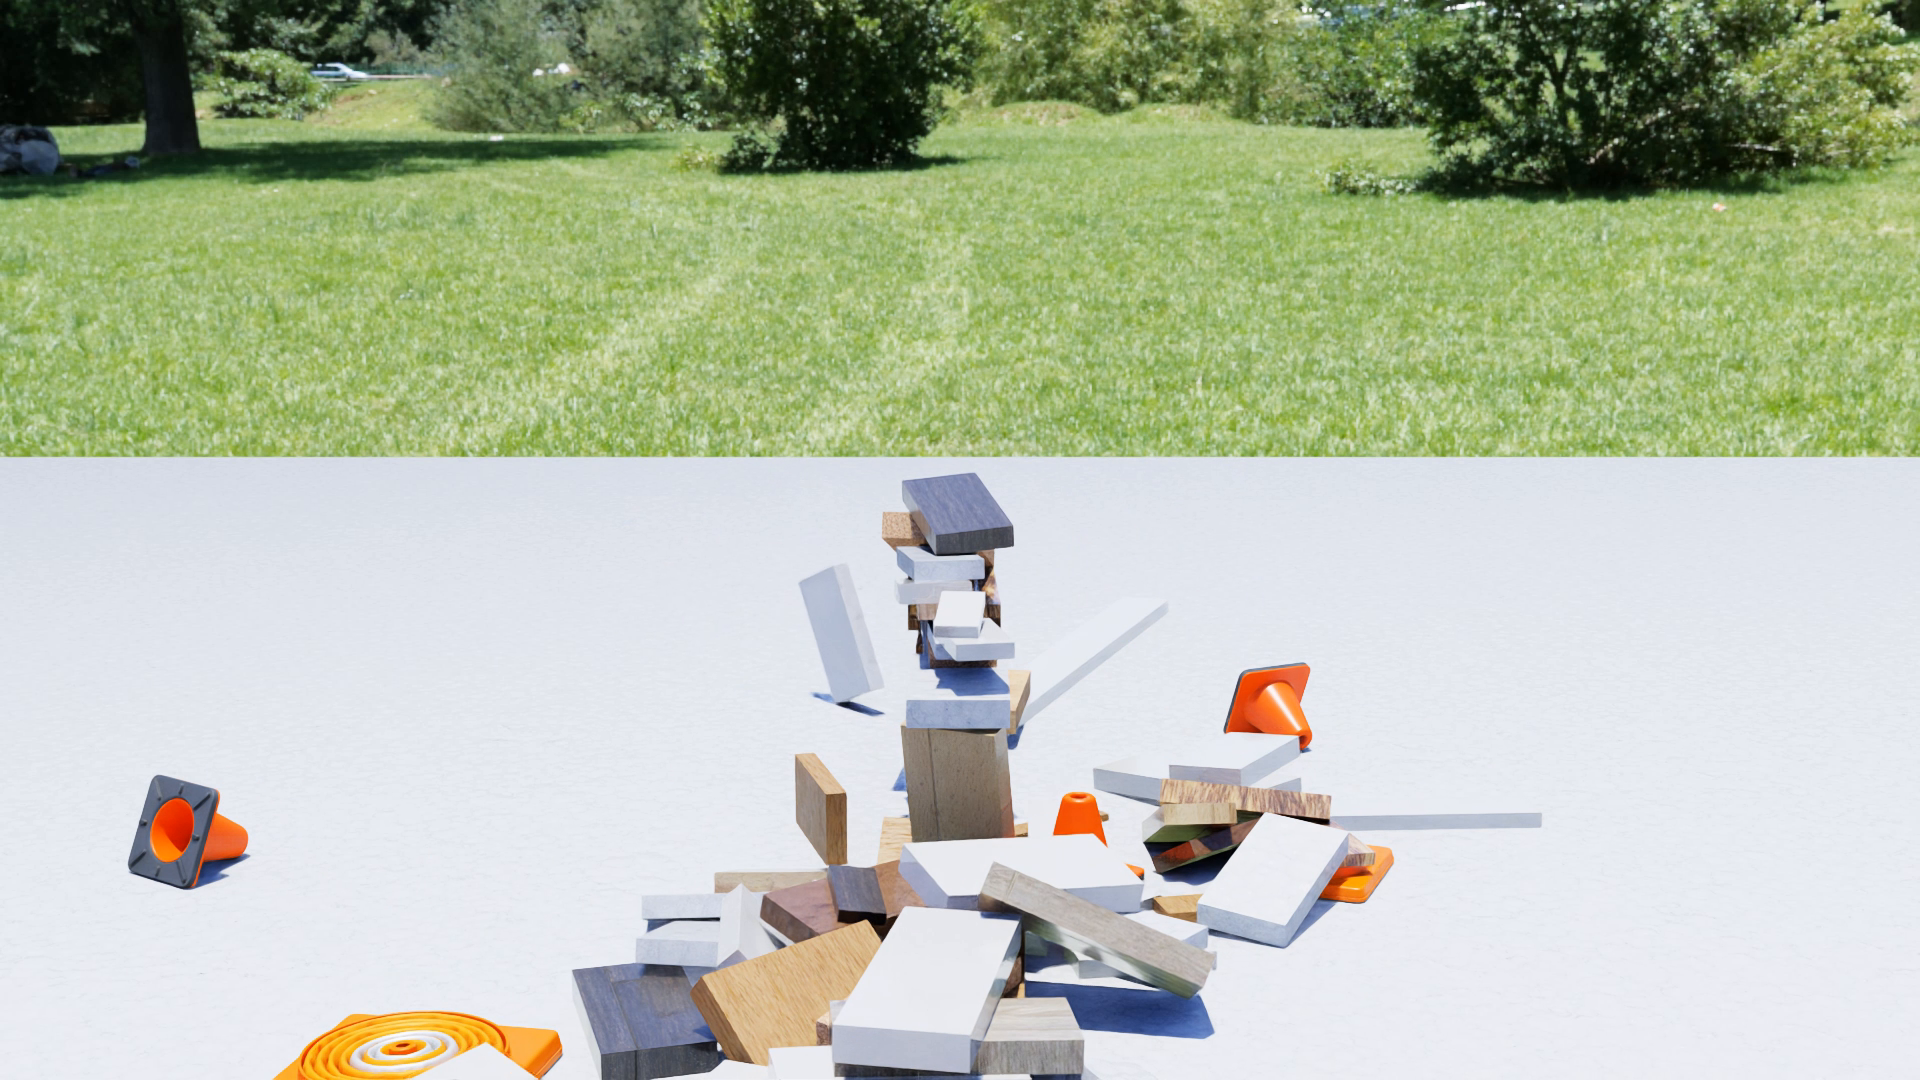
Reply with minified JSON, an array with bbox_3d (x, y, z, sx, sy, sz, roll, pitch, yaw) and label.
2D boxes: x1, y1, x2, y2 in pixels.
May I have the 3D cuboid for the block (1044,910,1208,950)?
[{"bbox_3d":[0.242,0.598,3.363,0.246,0.035,0.123,8,13,37],"label":"block"}]

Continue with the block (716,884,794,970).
[{"bbox_3d":[-0.292,0.608,3.211,0.039,0.137,0.274,-39,11,3],"label":"block"}]

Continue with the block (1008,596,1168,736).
[{"bbox_3d":[0.266,0.283,5.229,0.123,0.035,1.303,4,11,20],"label":"block"}]

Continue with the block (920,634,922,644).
[{"bbox_3d":[-0.041,0.175,4.032,0.048,0.014,0.095,2,11,11],"label":"block"}]

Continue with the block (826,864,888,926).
[{"bbox_3d":[-0.154,0.527,3.270,0.071,0.020,0.142,7,18,-12],"label":"block"}]

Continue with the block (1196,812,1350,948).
[{"bbox_3d":[0.510,0.547,3.566,0.148,0.042,0.295,11,28,27],"label":"block"}]

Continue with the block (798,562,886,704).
[{"bbox_3d":[-0.262,0.208,4.847,0.041,0.286,0.143,-12,-8,-39],"label":"block"}]

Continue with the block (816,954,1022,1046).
[{"bbox_3d":[-0.053,0.636,3.035,0.146,0.041,0.292,12,23,31],"label":"block"}]

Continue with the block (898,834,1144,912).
[{"bbox_3d":[0.094,0.520,3.387,0.338,0.048,0.169,1,20,-27],"label":"block"}]

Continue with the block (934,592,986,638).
[{"bbox_3d":[0.000,0.120,3.549,0.071,0.020,0.142,1,21,5],"label":"block"}]

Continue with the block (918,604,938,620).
[{"bbox_3d":[-0.024,0.121,3.713,0.094,0.027,0.189,-2,-2,-2],"label":"block"}]

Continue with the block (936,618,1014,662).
[{"bbox_3d":[0.021,0.159,3.539,0.095,0.027,0.189,-2,10,-11],"label":"block"}]

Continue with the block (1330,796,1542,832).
[{"bbox_3d":[0.813,0.504,4.051,0.493,0.029,0.103,-1,11,-3],"label":"block"}]

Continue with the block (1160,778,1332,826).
[{"bbox_3d":[0.506,0.474,3.898,0.295,0.042,0.148,5,-18,10],"label":"block"}]

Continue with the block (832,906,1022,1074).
[{"bbox_3d":[-0.034,0.583,2.895,0.169,0.048,0.497,2,8,8],"label":"block"}]

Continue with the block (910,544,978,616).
[{"bbox_3d":[-0.028,0.074,4.077,0.112,0.032,0.223,2,27,3],"label":"block"}]

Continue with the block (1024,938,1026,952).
[{"bbox_3d":[0.010,0.637,3.238,0.110,0.031,0.221,4,20,18],"label":"block"}]

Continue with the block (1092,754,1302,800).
[{"bbox_3d":[0.446,0.460,4.162,0.148,0.042,0.388,-10,10,-43],"label":"block"}]

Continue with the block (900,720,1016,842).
[{"bbox_3d":[0.002,0.444,3.553,0.163,0.327,0.046,5,23,24],"label":"block"}]

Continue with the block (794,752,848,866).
[{"bbox_3d":[-0.249,0.477,3.921,0.037,0.130,0.259,-3,11,-16],"label":"block"}]

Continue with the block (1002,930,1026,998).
[{"bbox_3d":[0.038,0.622,3.182,0.110,0.031,0.220,0,19,2],"label":"block"}]

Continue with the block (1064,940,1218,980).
[{"bbox_3d":[0.275,0.631,3.364,0.214,0.030,0.107,-2,11,-10],"label":"block"}]

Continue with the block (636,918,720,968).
[{"bbox_3d":[-0.391,0.606,3.313,0.130,0.037,0.259,1,-4,7],"label":"block"}]

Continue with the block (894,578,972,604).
[{"bbox_3d":[-0.050,0.088,3.859,0.124,0.035,0.247,-2,1,-4],"label":"block"}]

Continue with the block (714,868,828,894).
[{"bbox_3d":[-0.265,0.558,3.602,0.247,0.035,0.124,-2,-6,12],"label":"block"}]

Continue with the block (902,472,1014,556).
[{"bbox_3d":[-0.007,-0.050,4.048,0.143,0.041,0.286,-7,23,-12],"label":"block"}]

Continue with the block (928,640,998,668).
[{"bbox_3d":[0.002,0.178,3.761,0.112,0.032,0.223,0,10,-2],"label":"block"}]

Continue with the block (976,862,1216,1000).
[{"bbox_3d":[0.191,0.563,3.162,0.337,0.048,0.169,22,-17,5],"label":"block"}]

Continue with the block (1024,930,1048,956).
[{"bbox_3d":[0.100,0.607,3.356,0.052,0.015,0.103,3,-32,15],"label":"block"}]

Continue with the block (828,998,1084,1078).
[{"bbox_3d":[-0.008,0.639,2.829,0.314,0.044,0.157,1,7,-6],"label":"block"}]

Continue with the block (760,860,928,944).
[{"bbox_3d":[-0.097,0.545,3.347,0.418,0.039,0.137,-7,24,-44],"label":"block"}]

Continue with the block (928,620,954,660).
[{"bbox_3d":[-0.001,0.165,3.666,0.094,0.027,0.189,-1,10,-5],"label":"block"}]

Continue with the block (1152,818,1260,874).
[{"bbox_3d":[0.438,0.525,3.798,0.205,0.029,0.103,-10,-16,-41],"label":"block"}]

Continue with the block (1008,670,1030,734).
[{"bbox_3d":[0.048,0.340,4.688,0.174,0.049,0.347,1,11,7],"label":"block"}]

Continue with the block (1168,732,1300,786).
[{"bbox_3d":[0.520,0.416,4.148,0.143,0.041,0.286,1,8,30],"label":"block"}]

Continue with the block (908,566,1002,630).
[{"bbox_3d":[-0.015,0.111,4.266,0.174,0.049,0.347,0,11,-1],"label":"block"}]

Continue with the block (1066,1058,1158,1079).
[{"bbox_3d":[0.236,0.717,2.780,0.107,0.030,0.214,14,6,-32],"label":"block"}]

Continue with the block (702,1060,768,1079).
[{"bbox_3d":[-0.201,0.731,2.798,0.292,0.041,0.146,4,11,21],"label":"block"}]

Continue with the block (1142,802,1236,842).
[{"bbox_3d":[0.396,0.492,3.824,0.123,0.035,0.246,-1,-15,-4],"label":"block"}]

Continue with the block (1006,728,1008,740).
[{"bbox_3d":[-0.003,0.411,3.740,0.163,0.327,0.046,0,11,0],"label":"block"}]

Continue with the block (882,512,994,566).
[{"bbox_3d":[-0.038,0.001,4.275,0.174,0.049,0.347,1,-9,7],"label":"block"}]

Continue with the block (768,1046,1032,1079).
[{"bbox_3d":[-0.078,0.687,2.788,0.314,0.044,0.157,0,8,-11],"label":"block"}]

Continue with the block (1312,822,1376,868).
[{"bbox_3d":[0.635,0.517,3.740,0.078,0.022,0.157,-2,13,-16],"label":"block"}]

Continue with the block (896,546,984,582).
[{"bbox_3d":[-0.037,0.041,3.969,0.124,0.035,0.247,-2,6,-9],"label":"block"}]

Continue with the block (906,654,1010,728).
[{"bbox_3d":[-0.002,0.245,3.603,0.163,0.046,0.327,0,10,0],"label":"block"}]

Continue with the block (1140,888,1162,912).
[{"bbox_3d":[0.245,0.595,3.580,0.157,0.022,0.078,-9,14,-40],"label":"block"}]

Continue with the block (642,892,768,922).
[{"bbox_3d":[-0.369,0.581,3.488,0.259,0.037,0.130,-1,-11,-4],"label":"block"}]

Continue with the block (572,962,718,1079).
[{"bbox_3d":[-0.448,0.674,3.096,0.157,0.044,0.314,-3,11,-17],"label":"block"}]

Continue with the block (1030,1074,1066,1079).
[{"bbox_3d":[0.133,0.726,2.852,0.107,0.030,0.466,-3,11,-16],"label":"block"}]

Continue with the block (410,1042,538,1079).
[{"bbox_3d":[-0.648,0.723,2.675,0.153,0.043,0.305,24,27,33],"label":"block"}]

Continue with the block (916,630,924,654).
[{"bbox_3d":[-0.003,0.185,4.122,0.146,0.041,0.292,0,11,1],"label":"block"}]

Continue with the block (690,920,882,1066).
[{"bbox_3d":[-0.210,0.638,3.049,0.305,0.043,0.153,-11,55,-45],"label":"block"}]

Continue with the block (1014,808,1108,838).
[{"bbox_3d":[0.155,0.522,4.000,0.261,0.014,0.048,-8,13,-35],"label":"block"}]

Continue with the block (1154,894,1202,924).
[{"bbox_3d":[0.400,0.598,3.567,0.157,0.022,0.078,-2,11,-12],"label":"block"}]

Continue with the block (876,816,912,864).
[{"bbox_3d":[-0.101,0.532,3.680,0.071,0.020,0.142,2,53,8],"label":"block"}]

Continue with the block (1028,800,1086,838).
[{"bbox_3d":[0.172,0.517,3.927,0.103,0.029,0.205,3,15,1],"label":"block"}]

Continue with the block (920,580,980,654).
[{"bbox_3d":[-0.012,0.170,3.956,0.112,0.032,0.428,-1,27,-3],"label":"block"}]
